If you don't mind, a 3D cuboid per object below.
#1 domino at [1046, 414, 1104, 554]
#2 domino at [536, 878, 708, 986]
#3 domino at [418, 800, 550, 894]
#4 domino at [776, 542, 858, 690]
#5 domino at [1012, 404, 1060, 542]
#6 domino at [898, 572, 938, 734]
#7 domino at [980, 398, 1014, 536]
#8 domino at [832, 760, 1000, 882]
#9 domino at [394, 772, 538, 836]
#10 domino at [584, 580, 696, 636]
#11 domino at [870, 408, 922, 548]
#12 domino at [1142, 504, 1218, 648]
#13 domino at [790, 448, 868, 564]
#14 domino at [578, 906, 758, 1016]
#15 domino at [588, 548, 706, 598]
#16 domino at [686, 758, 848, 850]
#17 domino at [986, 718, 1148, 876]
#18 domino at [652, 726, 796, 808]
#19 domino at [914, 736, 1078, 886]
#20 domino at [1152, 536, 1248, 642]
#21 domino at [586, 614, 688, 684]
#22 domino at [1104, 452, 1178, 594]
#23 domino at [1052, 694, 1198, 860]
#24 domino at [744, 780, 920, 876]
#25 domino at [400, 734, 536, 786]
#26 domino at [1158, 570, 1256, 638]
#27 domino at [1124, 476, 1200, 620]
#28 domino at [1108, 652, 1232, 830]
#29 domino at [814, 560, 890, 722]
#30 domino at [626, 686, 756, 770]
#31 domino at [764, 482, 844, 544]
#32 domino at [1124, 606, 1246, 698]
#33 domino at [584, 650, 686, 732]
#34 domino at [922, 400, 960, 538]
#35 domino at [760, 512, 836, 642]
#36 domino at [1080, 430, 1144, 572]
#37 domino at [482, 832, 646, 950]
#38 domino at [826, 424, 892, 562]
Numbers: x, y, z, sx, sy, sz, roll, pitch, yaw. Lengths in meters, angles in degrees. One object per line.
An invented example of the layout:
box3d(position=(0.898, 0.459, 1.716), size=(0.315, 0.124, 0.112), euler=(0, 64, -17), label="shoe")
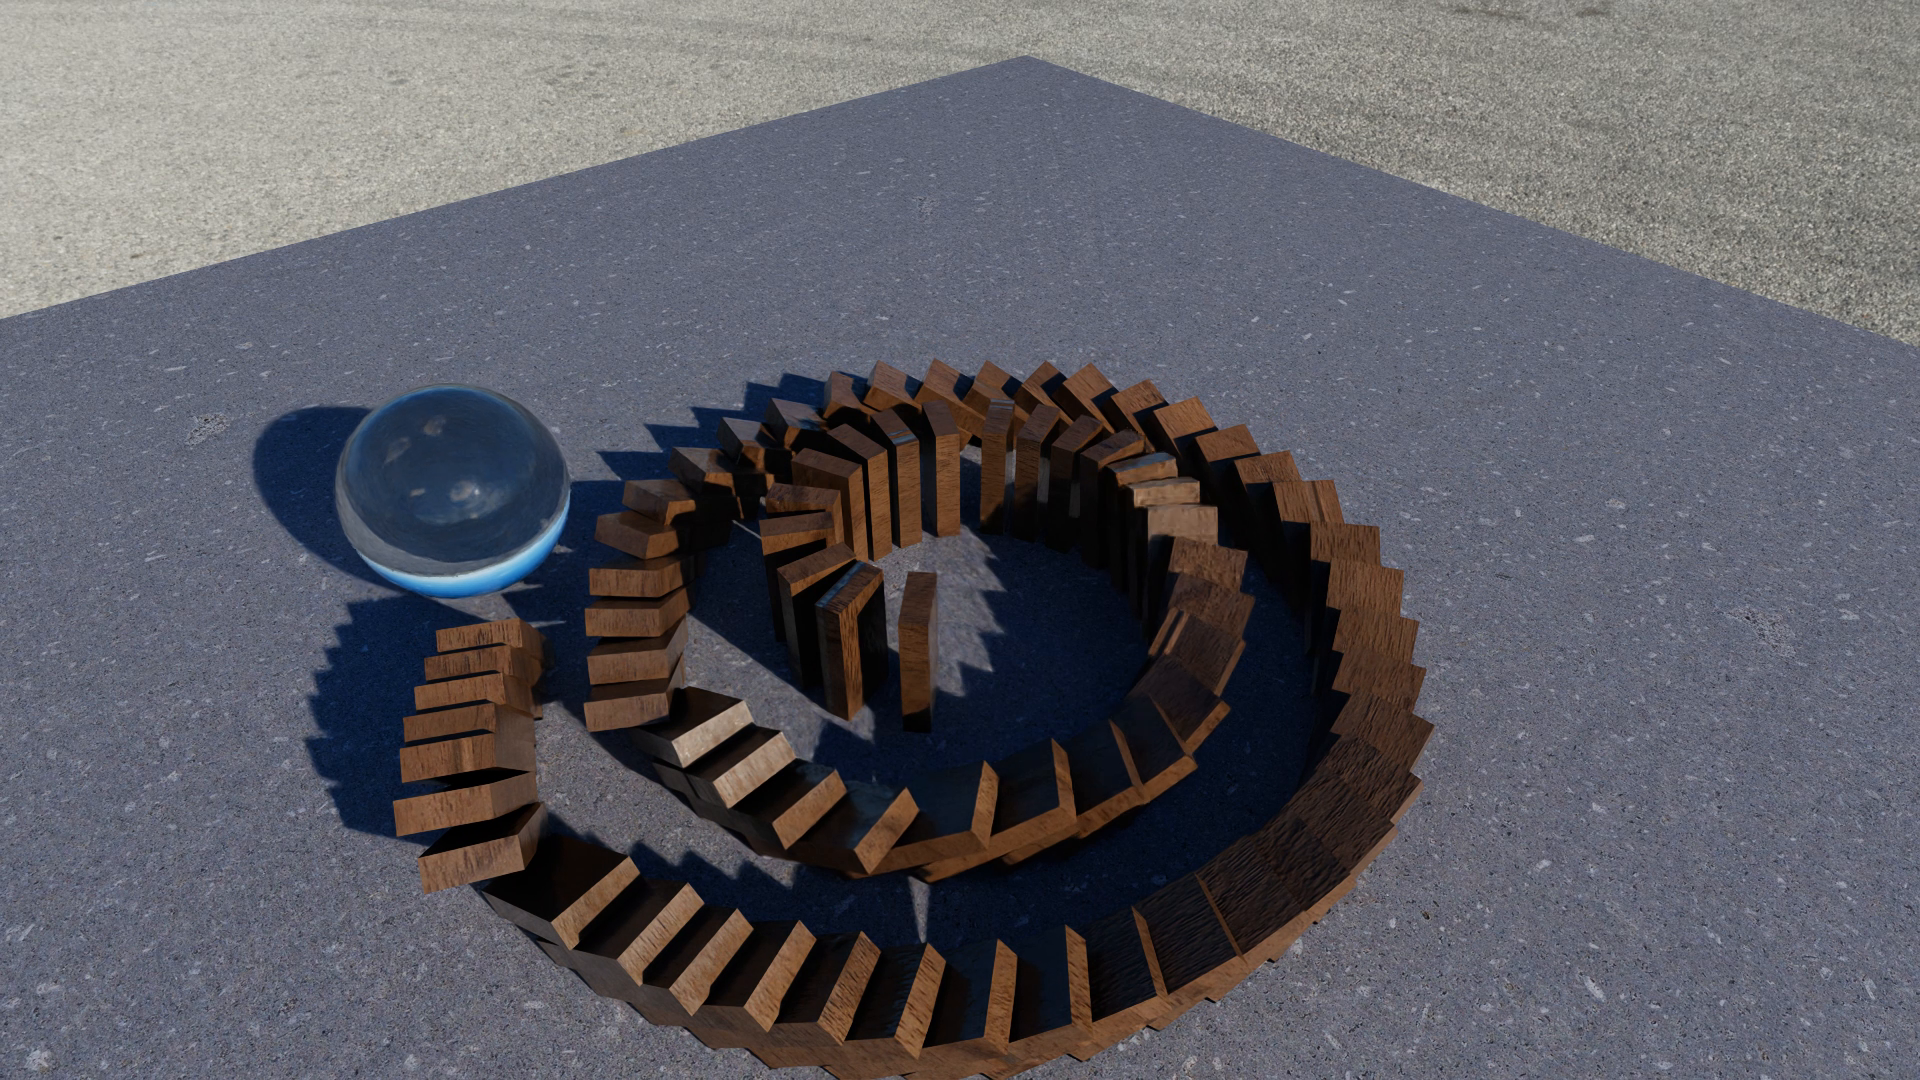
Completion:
box3d(position=(0.045, -0.022, 0.438), size=(0.009, 0.050, 0.025), euler=(22, 44, 24), label="domino")
box3d(position=(-0.091, 0.103, 0.295), size=(0.050, 0.010, 0.025), euler=(-14, 24, 46), label="domino")
box3d(position=(-0.134, 0.087, 0.314), size=(0.025, 0.010, 0.050), euler=(-11, 0, -13), label="domino")
box3d(position=(-0.047, 0.027, 0.379), size=(0.025, 0.050, 0.010), euler=(-24, 45, -26), label="domino")
box3d(position=(0.031, -0.026, 0.444), size=(0.009, 0.050, 0.025), euler=(15, 42, 17), label="domino")
box3d(position=(-0.013, 0.038, 0.365), size=(0.010, 0.050, 0.025), euler=(3, 39, 4), label="domino")
box3d(position=(0.015, -0.029, 0.447), size=(0.009, 0.050, 0.025), euler=(6, 40, 8), label="domino")
box3d(position=(-0.014, 0.083, 0.323), size=(0.050, 0.010, 0.025), euler=(-20, 32, 26), label="domino")
box3d(position=(-0.143, 0.077, 0.323), size=(0.025, 0.050, 0.009), euler=(-9, 84, -9), label="domino")
box3d(position=(-0.114, 0.024, 0.396), size=(0.025, 0.010, 0.050), euler=(0, 10, 0), label="domino")
box3d(position=(-0.025, -0.024, 0.441), size=(0.009, 0.050, 0.025), euler=(-18, 43, -21), label="domino")
box3d(position=(0.079, 0.013, 0.397), size=(0.025, 0.050, 0.009), euler=(-3, 10, -4), label="domino")
box3d(position=(-0.050, -0.009, 0.423), size=(0.025, 0.050, 0.010), euler=(18, 43, 20), label="domino")
box3d(position=(-0.078, 0.109, 0.289), size=(0.050, 0.010, 0.025), euler=(-15, 23, 45), label="domino")
box3d(position=(-0.115, 0.011, 0.409), size=(0.025, 0.009, 0.050), euler=(2, 8, 6), label="domino")
box3d(position=(-0.059, 0.077, 0.333), size=(0.050, 0.009, 0.025), euler=(1, 29, 48), label="domino")
box3d(position=(0.029, 0.077, 0.328), size=(0.050, 0.010, 0.025), euler=(-33, 41, 15), label="domino")
box3d(position=(-0.074, 0.068, 0.339), size=(0.025, 0.010, 0.050), euler=(-35, 17, -32), label="domino")
box3d(position=(0.009, 0.080, 0.325), size=(0.050, 0.010, 0.025), euler=(-29, 35, 20), label="domino")
box3d(position=(0.082, 0.026, 0.384), size=(0.025, 0.050, 0.009), euler=(13, 3, 15), label="domino")
box3d(position=(-0.110, 0.037, 0.380), size=(0.025, 0.009, 0.050), euler=(-5, 10, -6), label="domino")
box3d(position=(0.070, -0.006, 0.419), size=(0.025, 0.050, 0.009), euler=(-14, 25, -16), label="domino")
box3d(position=(0.044, 0.072, 0.334), size=(0.050, 0.010, 0.025), euler=(-38, 43, 10), label="domino")
box3d(position=(-0.039, 0.083, 0.324), size=(0.050, 0.010, 0.025), euler=(-6, 29, 42), label="domino")
box3d(position=(-0.147, 0.067, 0.333), size=(0.025, 0.050, 0.009), euler=(-9, 78, -10), label="domino")
box3d(position=(0.078, 0.038, 0.370), size=(0.025, 0.050, 0.009), euler=(21, -1, 23), label="domino")
box3d(position=(0.076, 0.003, 0.408), size=(0.025, 0.050, 0.009), euler=(-7, 15, -9), label="domino")
box3d(position=(0.058, 0.063, 0.345), size=(0.050, 0.010, 0.025), euler=(-49, 51, 1), label="domino")
box3d(position=(-0.036, 0.034, 0.370), size=(0.010, 0.050, 0.025), euler=(20, 43, 23), label="domino")
box3d(position=(-0.087, 0.059, 0.351), size=(0.025, 0.010, 0.050), euler=(-29, 14, -30), label="domino")
box3d(position=(-0.056, 0.003, 0.408), size=(0.025, 0.050, 0.009), euler=(7, 40, 8), label="domino")
box3d(position=(0.070, 0.050, 0.358), size=(0.025, 0.009, 0.050), euler=(27, 88, 29), label="domino")
box3d(position=(-0.107, 0.049, 0.365), size=(0.025, 0.010, 0.050), euler=(-6, 10, -7), label="domino")
box3d(position=(-0.008, -0.029, 0.446), size=(0.010, 0.050, 0.025), euler=(-9, 40, -11), label="domino")
box3d(position=(-0.056, 0.014, 0.395), size=(0.025, 0.050, 0.009), euler=(-8, 40, -9), label="domino")
box3d(position=(0.059, -0.015, 0.429), size=(0.025, 0.050, 0.010), euler=(-29, 40, -30), label="domino")
box3d(position=(-0.111, 0.097, 0.306), size=(0.050, 0.009, 0.025), euler=(-6, 26, 47), label="domino")
box3d(position=(-0.039, -0.018, 0.434), size=(0.010, 0.050, 0.025), euler=(-31, 48, -32), label="domino")
